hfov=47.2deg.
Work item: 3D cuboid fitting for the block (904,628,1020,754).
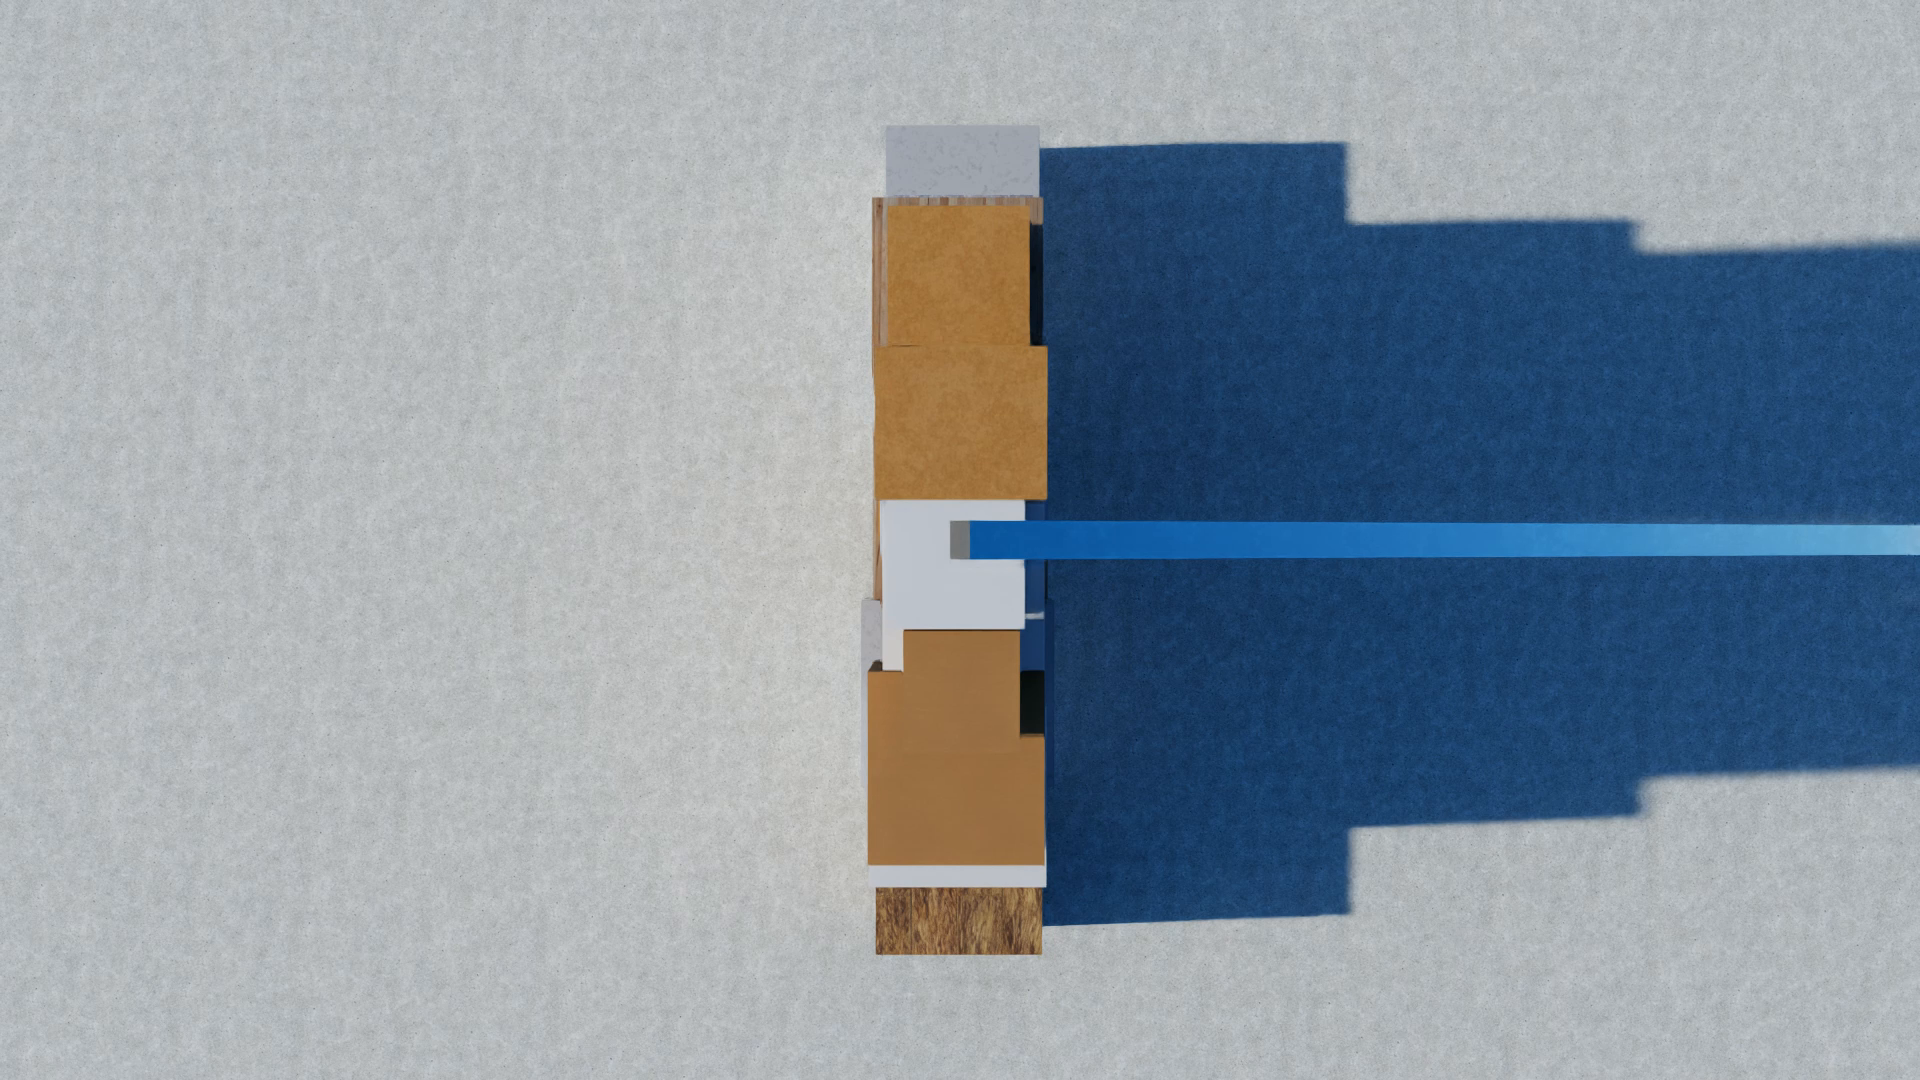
[{"bbox_3d":[0.007,0.617,9.345,0.482,0.492,0.511,0,93,0],"label":"block"}]

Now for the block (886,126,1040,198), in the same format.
[{"bbox_3d":[0.014,-1.872,12.561,0.846,0.878,0.829,0,90,0],"label":"block"}]

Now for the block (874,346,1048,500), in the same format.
[{"bbox_3d":[0.004,-0.495,9.189,0.695,0.639,0.617,0,94,0],"label":"block"}]

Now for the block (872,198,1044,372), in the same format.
[{"bbox_3d":[-0.012,-1.169,10.559,0.790,0.856,0.791,0,88,0],"label":"block"}]

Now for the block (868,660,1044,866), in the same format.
[{"bbox_3d":[-0.017,1.002,10.068,0.779,0.780,0.853,0,91,0],"label":"block"}]

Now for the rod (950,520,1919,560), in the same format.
[{"bbox_3d":[2.234,0.000,5.844,5.200,0.080,0.080,0,90,-31],"label":"rod"}]

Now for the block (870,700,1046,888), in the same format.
[{"bbox_3d":[-0.011,1.308,11.699,0.911,0.804,0.944,0,91,0],"label":"block"}]

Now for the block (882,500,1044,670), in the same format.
[{"bbox_3d":[0.016,0.188,9.932,0.704,0.725,0.726,0,93,0],"label":"block"}]

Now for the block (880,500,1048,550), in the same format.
[{"bbox_3d":[0.020,-0.349,10.632,0.788,0.689,0.796,0,90,0],"label":"block"}]

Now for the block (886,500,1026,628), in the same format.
[{"bbox_3d":[-0.018,0.075,9.245,0.565,0.615,0.529,0,94,0],"label":"block"}]

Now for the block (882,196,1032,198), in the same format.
[{"bbox_3d":[-0.011,-1.342,11.706,0.771,0.835,0.857,0,91,0],"label":"block"}]

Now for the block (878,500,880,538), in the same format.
[{"bbox_3d":[0.005,-0.461,11.495,0.823,1.036,0.895,0,90,0],"label":"block"}]

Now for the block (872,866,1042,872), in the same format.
[{"bbox_3d":[-0.010,1.164,10.868,0.808,0.815,0.815,0,91,0],"label":"block"}]

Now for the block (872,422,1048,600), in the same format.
[{"bbox_3d":[0.000,-0.161,12.506,0.953,0.987,0.971,0,90,0],"label":"block"}]

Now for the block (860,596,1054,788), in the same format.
[{"bbox_3d":[-0.014,0.847,12.551,1.066,0.898,1.026,0,90,0],"label":"block"}]

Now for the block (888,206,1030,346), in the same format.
[{"bbox_3d":[-0.007,-1.136,9.830,0.616,0.597,0.605,0,88,0],"label":"block"}]

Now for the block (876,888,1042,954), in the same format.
[{"bbox_3d":[-0.006,1.828,12.561,0.917,0.879,0.916,0,90,0],"label":"block"}]
